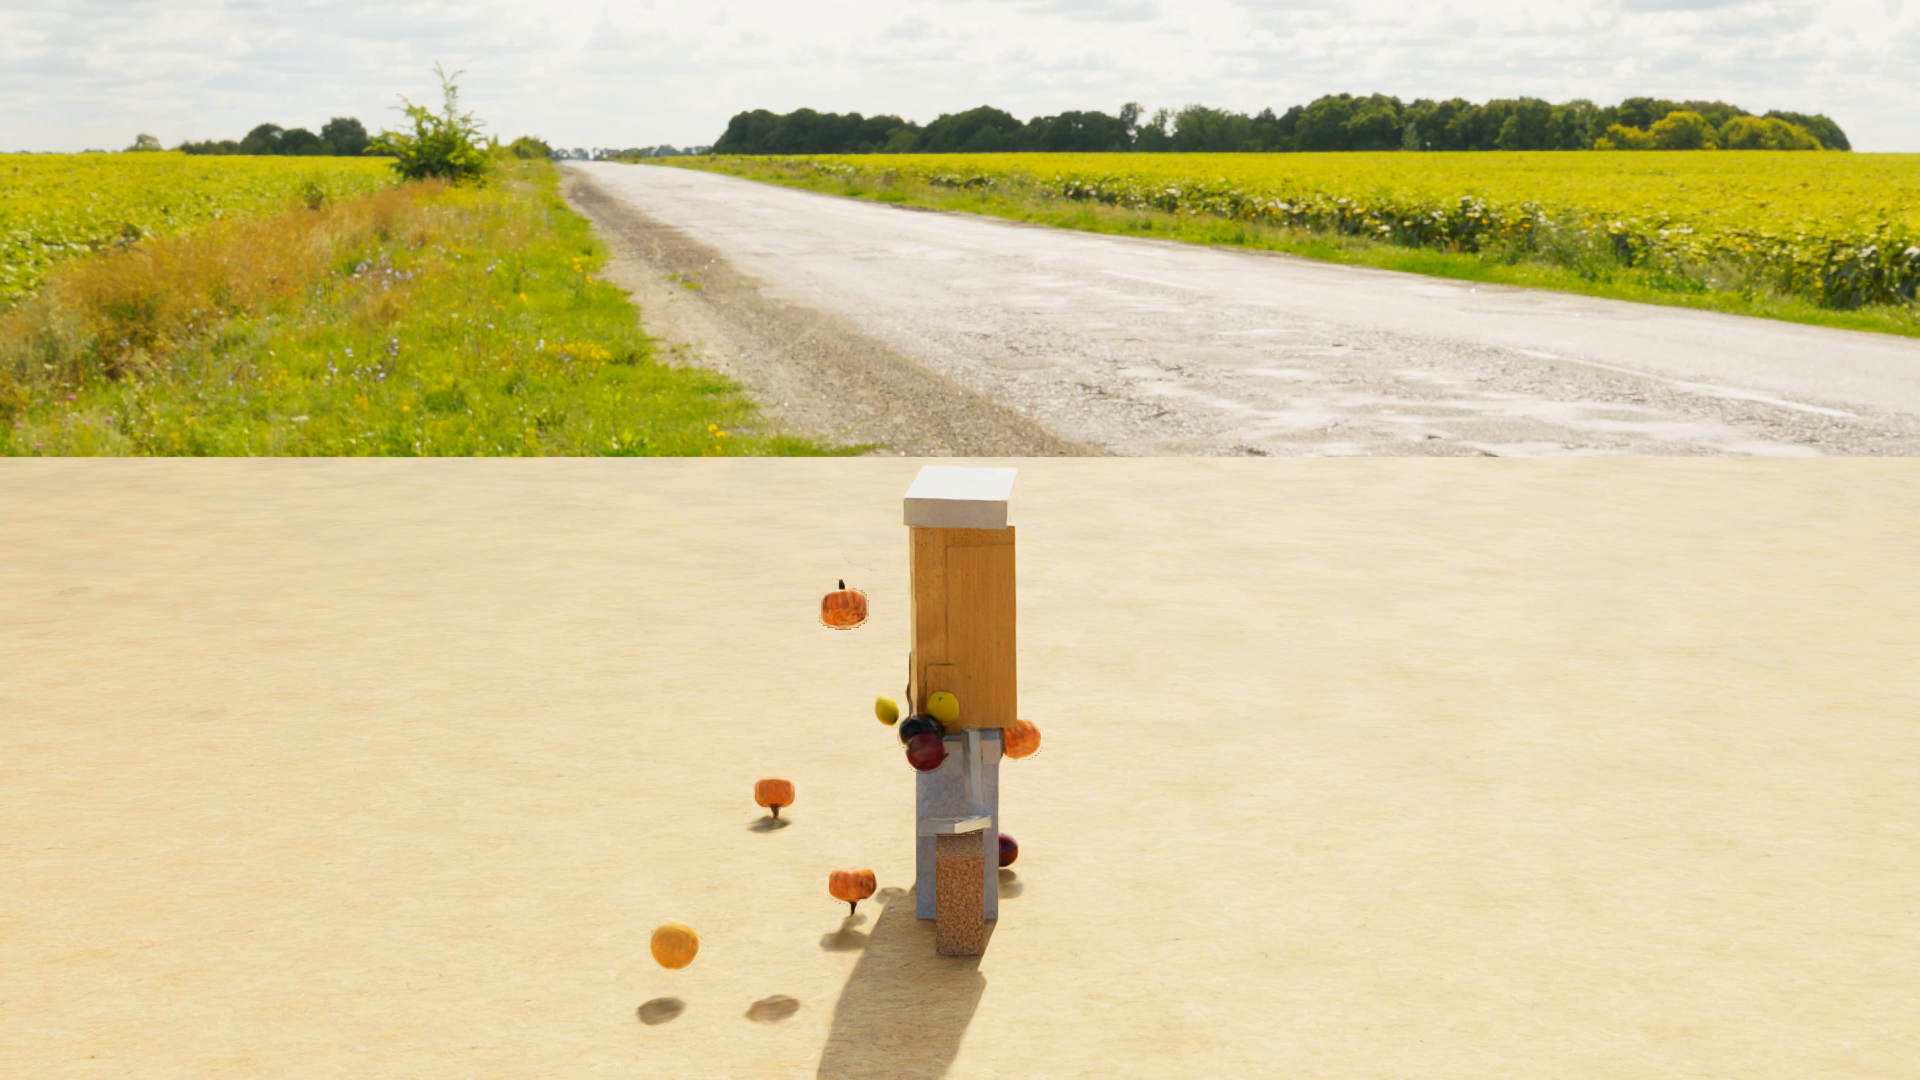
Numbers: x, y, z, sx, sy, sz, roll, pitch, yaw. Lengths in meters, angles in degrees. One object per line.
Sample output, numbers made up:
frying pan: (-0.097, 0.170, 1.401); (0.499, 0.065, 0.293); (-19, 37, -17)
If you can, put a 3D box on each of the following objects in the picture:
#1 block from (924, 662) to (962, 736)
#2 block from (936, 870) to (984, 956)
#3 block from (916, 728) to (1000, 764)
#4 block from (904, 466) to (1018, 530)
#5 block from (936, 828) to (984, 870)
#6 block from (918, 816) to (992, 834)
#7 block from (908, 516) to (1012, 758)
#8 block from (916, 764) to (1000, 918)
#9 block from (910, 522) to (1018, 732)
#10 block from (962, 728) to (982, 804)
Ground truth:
block: (-0.026, 0.254, 3.506); (0.056, 0.112, 0.016); (-2, 8, -12)
block: (0.000, 0.568, 3.383); (0.073, 0.146, 0.021); (0, 16, 0)
block: (-0.004, 0.311, 3.605); (0.133, 0.038, 0.266); (0, 11, 0)
block: (0.005, -0.073, 3.626); (0.163, 0.046, 0.327); (2, 11, 4)
block: (0.000, 0.478, 3.411); (0.073, 0.021, 0.146); (0, 10, 0)
block: (-0.006, 0.439, 3.388); (0.056, 0.016, 0.249); (-1, -5, 13)
block: (-0.001, 0.149, 3.769); (0.163, 0.441, 0.046); (2, 9, 7)
block: (-0.004, 0.477, 3.547); (0.133, 0.266, 0.038); (0, 11, 0)
block: (0.005, 0.139, 3.530); (0.163, 0.327, 0.046); (-2, 7, -12)
block: (0.018, 0.350, 3.418); (0.016, 0.112, 0.056); (-3, 1, -12)
